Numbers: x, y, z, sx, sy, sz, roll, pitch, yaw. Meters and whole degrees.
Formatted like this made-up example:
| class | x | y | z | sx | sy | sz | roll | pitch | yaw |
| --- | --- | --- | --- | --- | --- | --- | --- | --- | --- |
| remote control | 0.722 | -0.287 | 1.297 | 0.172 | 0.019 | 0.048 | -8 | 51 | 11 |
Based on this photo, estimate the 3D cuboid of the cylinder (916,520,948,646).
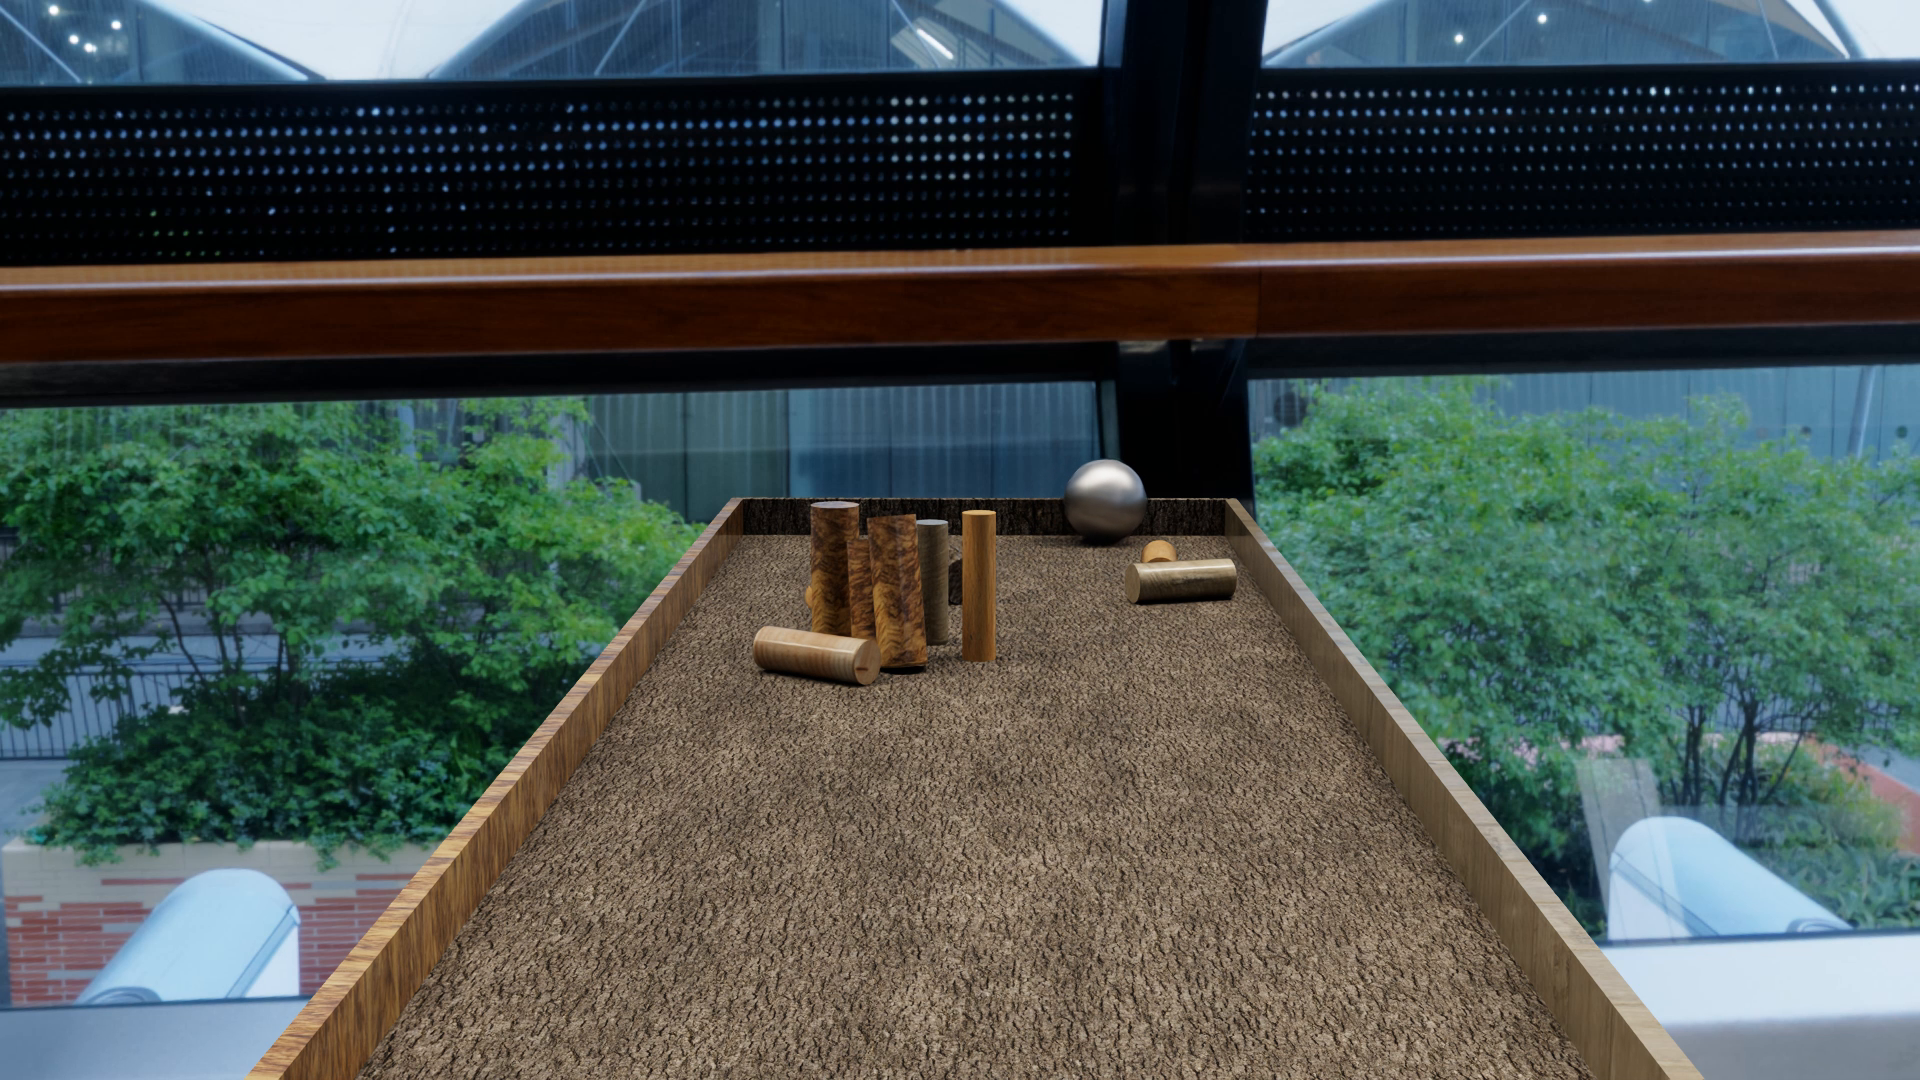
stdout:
| class | x | y | z | sx | sy | sz | roll | pitch | yaw |
| --- | --- | --- | --- | --- | --- | --- | --- | --- | --- |
| cylinder | -0.093 | 0.134 | 6.935 | 0.111 | 0.384 | 0.111 | 0 | 9 | 0 |

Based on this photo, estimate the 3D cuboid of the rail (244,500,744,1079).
| class | x | y | z | sx | sy | sz | roll | pitch | yaw |
| --- | --- | --- | --- | --- | --- | --- | --- | --- | --- |
| rail | -1.004 | 0.839 | 3.234 | 0.050 | 0.150 | 12.000 | 0 | 9 | 1 |

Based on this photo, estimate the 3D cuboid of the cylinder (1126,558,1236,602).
| class | x | y | z | sx | sy | sz | roll | pitch | yaw |
| --- | --- | --- | --- | --- | --- | --- | --- | --- | --- |
| cylinder | 0.772 | 0.141 | 7.684 | 0.364 | 0.137 | 0.137 | -3 | 9 | -18 |

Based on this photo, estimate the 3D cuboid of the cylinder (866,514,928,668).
| class | x | y | z | sx | sy | sz | roll | pitch | yaw |
| --- | --- | --- | --- | --- | --- | --- | --- | --- | --- |
| cylinder | -0.187 | 0.152 | 6.561 | 0.148 | 0.448 | 0.148 | -5 | 0 | 0 |

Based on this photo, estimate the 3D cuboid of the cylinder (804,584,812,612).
| class | x | y | z | sx | sy | sz | roll | pitch | yaw |
| --- | --- | --- | --- | --- | --- | --- | --- | --- | --- |
| cylinder | -0.422 | 0.218 | 7.243 | 0.123 | 0.123 | 0.344 | -2 | 9 | -13 |

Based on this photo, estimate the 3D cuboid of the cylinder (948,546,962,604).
| class | x | y | z | sx | sy | sz | roll | pitch | yaw |
| --- | --- | --- | --- | --- | --- | --- | --- | --- | --- |
| cylinder | -0.020 | 0.121 | 7.734 | 0.162 | 0.162 | 0.311 | -2 | 9 | -13 |

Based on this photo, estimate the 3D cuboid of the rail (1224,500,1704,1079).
| class | x | y | z | sx | sy | sz | roll | pitch | yaw |
| --- | --- | --- | --- | --- | --- | --- | --- | --- | --- |
| rail | 1.046 | 0.843 | 3.208 | 0.050 | 0.150 | 12.000 | 0 | 9 | 1 |

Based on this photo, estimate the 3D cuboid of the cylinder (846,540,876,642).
| class | x | y | z | sx | sy | sz | roll | pitch | yaw |
| --- | --- | --- | --- | --- | --- | --- | --- | --- | --- |
| cylinder | -0.260 | 0.176 | 6.692 | 0.154 | 0.357 | 0.154 | -3 | -1 | 0 |

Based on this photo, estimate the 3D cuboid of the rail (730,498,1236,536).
| class | x | y | z | sx | sy | sz | roll | pitch | yaw |
| --- | --- | --- | --- | --- | --- | --- | --- | --- | --- |
| rail | 0.099 | -0.098 | 9.147 | 2.100 | 0.150 | 0.050 | 0 | 9 | 1 |

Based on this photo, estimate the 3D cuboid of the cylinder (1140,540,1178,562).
| class | x | y | z | sx | sy | sz | roll | pitch | yaw |
| --- | --- | --- | --- | --- | --- | --- | --- | --- | --- |
| cylinder | 0.722 | 0.099 | 7.949 | 0.137 | 0.137 | 0.383 | 1 | 9 | 5 |

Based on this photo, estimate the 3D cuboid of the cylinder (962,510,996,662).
| class | x | y | z | sx | sy | sz | roll | pitch | yaw |
| --- | --- | --- | --- | --- | --- | --- | --- | --- | --- |
| cylinder | 0.058 | 0.139 | 6.692 | 0.102 | 0.450 | 0.102 | 0 | 9 | 0 |

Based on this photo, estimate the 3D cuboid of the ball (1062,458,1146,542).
| class | x | y | z | sx | sy | sz | roll | pitch | yaw |
| --- | --- | --- | --- | --- | --- | --- | --- | --- | --- |
| ball | 0.588 | -0.160 | 8.935 | 0.339 | 0.339 | 0.339 | 0 | 9 | 0 |

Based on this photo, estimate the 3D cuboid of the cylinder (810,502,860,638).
| class | x | y | z | sx | sy | sz | roll | pitch | yaw |
| --- | --- | --- | --- | --- | --- | --- | --- | --- | --- |
| cylinder | -0.393 | 0.107 | 6.927 | 0.153 | 0.440 | 0.153 | 0 | 9 | 0 |

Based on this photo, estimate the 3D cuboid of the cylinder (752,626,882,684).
| class | x | y | z | sx | sy | sz | roll | pitch | yaw |
| --- | --- | --- | --- | --- | --- | --- | --- | --- | --- |
| cylinder | -0.422 | 0.337 | 6.459 | 0.378 | 0.130 | 0.130 | 6 | 11 | 34 |
